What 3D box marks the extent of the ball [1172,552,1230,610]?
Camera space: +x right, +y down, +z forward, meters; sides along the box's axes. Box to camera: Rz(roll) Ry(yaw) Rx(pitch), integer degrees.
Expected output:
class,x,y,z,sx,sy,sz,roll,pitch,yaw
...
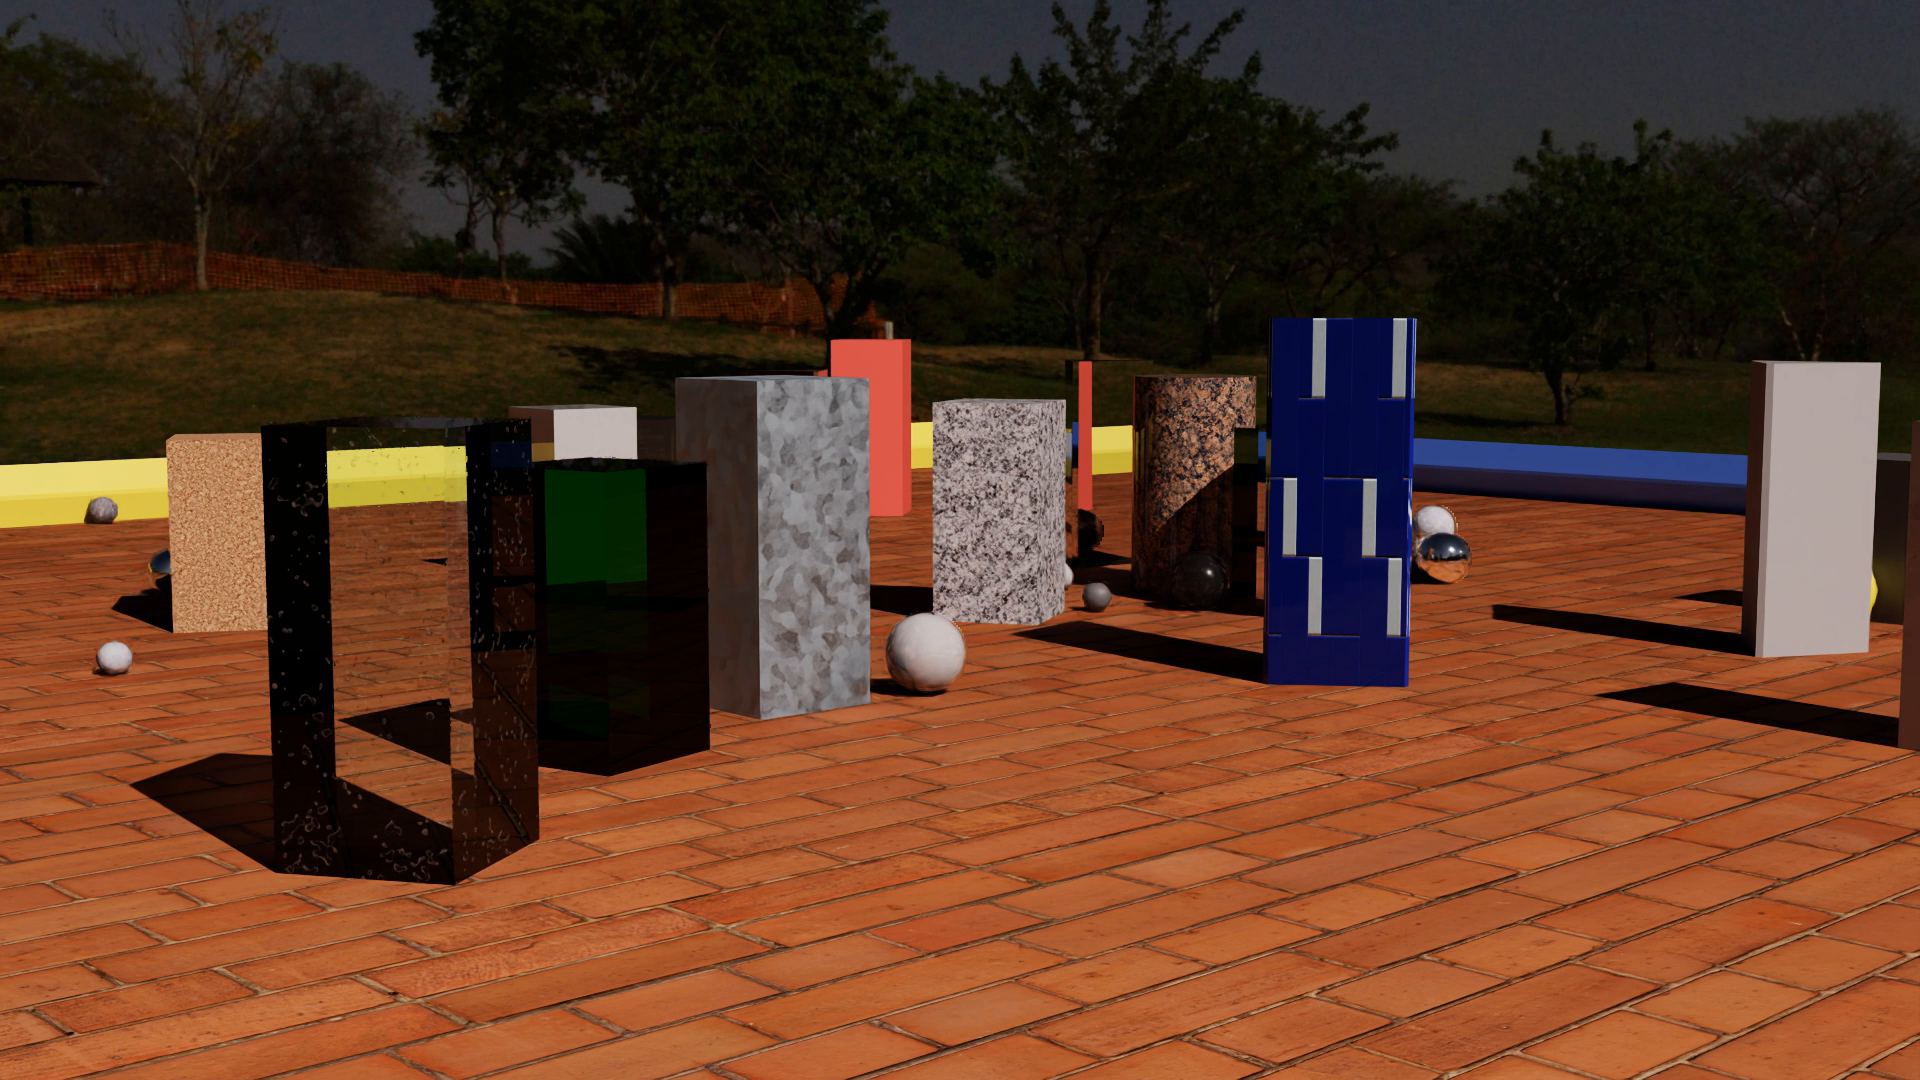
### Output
class,x,y,z,sx,sy,sz,roll,pitch,yaw
ball,0.357,0.062,3.262,0.085,0.085,0.085,0,6,0

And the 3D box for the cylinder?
class,x,y,z,sx,sy,sz,roll,pitch,yaw
cylinder,0.368,-0.089,3.473,0.193,0.340,0.193,0,6,0

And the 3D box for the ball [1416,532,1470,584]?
class,x,y,z,sx,sy,sz,roll,pitch,yaw
ball,0.785,0.029,3.574,0.084,0.084,0.084,0,6,0

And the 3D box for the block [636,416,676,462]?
class,x,y,z,sx,sy,sz,roll,pitch,yaw
block,-0.601,-0.109,4.127,0.155,0.243,0.155,1,6,12

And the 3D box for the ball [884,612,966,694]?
class,x,y,z,sx,sy,sz,roll,pitch,yaw
ball,-0.040,0.132,2.550,0.094,0.094,0.094,0,6,0

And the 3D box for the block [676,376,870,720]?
class,x,y,z,sx,sy,sz,roll,pitch,yaw
block,-0.211,0.001,2.480,0.155,0.368,0.155,-5,8,-41

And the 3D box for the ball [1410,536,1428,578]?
class,x,y,z,sx,sy,sz,roll,pitch,yaw
ball,0.777,0.029,3.656,0.068,0.068,0.068,0,6,0

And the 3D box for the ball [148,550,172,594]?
class,x,y,z,sx,sy,sz,roll,pitch,yaw
ball,-1.236,0.050,3.447,0.069,0.069,0.069,0,6,0

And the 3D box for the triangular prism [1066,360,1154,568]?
class,x,y,z,sx,sy,sz,roll,pitch,yaw
triangular prism,0.230,-0.140,3.883,0.167,0.355,0.145,-4,7,-32

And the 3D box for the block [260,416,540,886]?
class,x,y,z,sx,sy,sz,roll,pitch,yaw
block,-0.448,0.082,1.779,0.155,0.354,0.155,2,6,14

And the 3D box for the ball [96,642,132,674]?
class,x,y,z,sx,sy,sz,roll,pitch,yaw
ball,-1.032,0.144,2.684,0.041,0.041,0.041,0,6,0

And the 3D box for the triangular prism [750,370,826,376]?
class,x,y,z,sx,sy,sz,roll,pitch,yaw
triangular prism,-0.318,-0.188,4.509,0.167,0.320,0.145,4,7,33

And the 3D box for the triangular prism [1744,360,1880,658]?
class,x,y,z,sx,sy,sz,roll,pitch,yaw
triangular prism,1.084,-0.046,2.894,0.167,0.376,0.145,-2,6,-17

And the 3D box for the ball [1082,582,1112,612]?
class,x,y,z,sx,sy,sz,roll,pitch,yaw
ball,0.202,0.083,3.250,0.044,0.044,0.044,0,6,0

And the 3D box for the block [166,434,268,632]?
class,x,y,z,sx,sy,sz,roll,pitch,yaw
block,-1.030,-0.014,3.113,0.155,0.266,0.155,-2,6,-15

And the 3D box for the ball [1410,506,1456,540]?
class,x,y,z,sx,sy,sz,roll,pitch,yaw
ball,0.876,-0.023,4.078,0.082,0.082,0.082,0,6,0

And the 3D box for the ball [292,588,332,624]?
class,x,y,z,sx,sy,sz,roll,pitch,yaw
ball,-0.918,0.093,3.116,0.053,0.053,0.053,0,6,0

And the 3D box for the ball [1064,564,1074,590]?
class,x,y,z,sx,sy,sz,roll,pitch,yaw
ball,0.159,0.058,3.494,0.043,0.043,0.043,0,6,0

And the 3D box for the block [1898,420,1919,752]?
class,x,y,z,sx,sy,sz,roll,pitch,yaw
block,1.063,0.048,2.205,0.155,0.333,0.155,-4,7,-36

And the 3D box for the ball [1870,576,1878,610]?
class,x,y,z,sx,sy,sz,roll,pitch,yaw
ball,1.253,0.072,3.123,0.093,0.093,0.093,0,6,0

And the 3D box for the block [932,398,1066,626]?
class,x,y,z,sx,sy,sz,roll,pitch,yaw
block,0.058,-0.045,3.186,0.155,0.312,0.155,2,6,17

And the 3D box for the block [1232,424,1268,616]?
class,x,y,z,sx,sy,sz,roll,pitch,yaw
block,0.503,-0.030,3.234,0.155,0.273,0.155,3,7,28

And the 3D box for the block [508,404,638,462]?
class,x,y,z,sx,sy,sz,roll,pitch,yaw
block,-0.648,-0.082,3.688,0.155,0.282,0.155,-5,8,-39

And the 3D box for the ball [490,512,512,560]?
class,x,y,z,sx,sy,sz,roll,pitch,yaw
ball,-0.792,-0.008,3.908,0.089,0.089,0.089,0,6,0

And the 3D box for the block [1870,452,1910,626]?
class,x,y,z,sx,sy,sz,roll,pitch,yaw
block,1.366,-0.003,3.174,0.155,0.232,0.155,-5,8,-41

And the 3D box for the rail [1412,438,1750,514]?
class,x,y,z,sx,sy,sz,roll,pitch,yaw
rail,1.640,-0.125,4.837,0.045,0.126,4.353,-6,8,-42

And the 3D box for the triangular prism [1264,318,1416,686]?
class,x,y,z,sx,sy,sz,roll,pitch,yaw
triangular prism,0.455,-0.051,2.660,0.167,0.434,0.145,1,6,7

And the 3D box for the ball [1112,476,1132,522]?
class,x,y,z,sx,sy,sz,roll,pitch,yaw
ball,0.365,-0.087,4.615,0.097,0.097,0.097,0,6,0

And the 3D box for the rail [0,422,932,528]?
class,x,y,z,sx,sy,sz,roll,pitch,yaw
rail,-1.460,-0.133,4.905,4.509,0.126,0.045,-6,8,-42

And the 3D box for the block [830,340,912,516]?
class,x,y,z,sx,sy,sz,roll,pitch,yaw
block,-0.193,-0.249,4.815,0.155,0.378,0.155,1,6,6

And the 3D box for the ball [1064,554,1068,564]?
class,x,y,z,sx,sy,sz,roll,pitch,yaw
ball,0.125,0.025,3.550,0.096,0.096,0.096,0,6,0

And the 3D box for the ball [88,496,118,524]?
class,x,y,z,sx,sy,sz,roll,pitch,yaw
ball,-1.779,-0.062,4.569,0.057,0.057,0.057,0,6,0

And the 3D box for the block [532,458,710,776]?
class,x,y,z,sx,sy,sz,roll,pitch,yaw
block,-0.360,0.070,2.191,0.155,0.292,0.155,4,7,32
